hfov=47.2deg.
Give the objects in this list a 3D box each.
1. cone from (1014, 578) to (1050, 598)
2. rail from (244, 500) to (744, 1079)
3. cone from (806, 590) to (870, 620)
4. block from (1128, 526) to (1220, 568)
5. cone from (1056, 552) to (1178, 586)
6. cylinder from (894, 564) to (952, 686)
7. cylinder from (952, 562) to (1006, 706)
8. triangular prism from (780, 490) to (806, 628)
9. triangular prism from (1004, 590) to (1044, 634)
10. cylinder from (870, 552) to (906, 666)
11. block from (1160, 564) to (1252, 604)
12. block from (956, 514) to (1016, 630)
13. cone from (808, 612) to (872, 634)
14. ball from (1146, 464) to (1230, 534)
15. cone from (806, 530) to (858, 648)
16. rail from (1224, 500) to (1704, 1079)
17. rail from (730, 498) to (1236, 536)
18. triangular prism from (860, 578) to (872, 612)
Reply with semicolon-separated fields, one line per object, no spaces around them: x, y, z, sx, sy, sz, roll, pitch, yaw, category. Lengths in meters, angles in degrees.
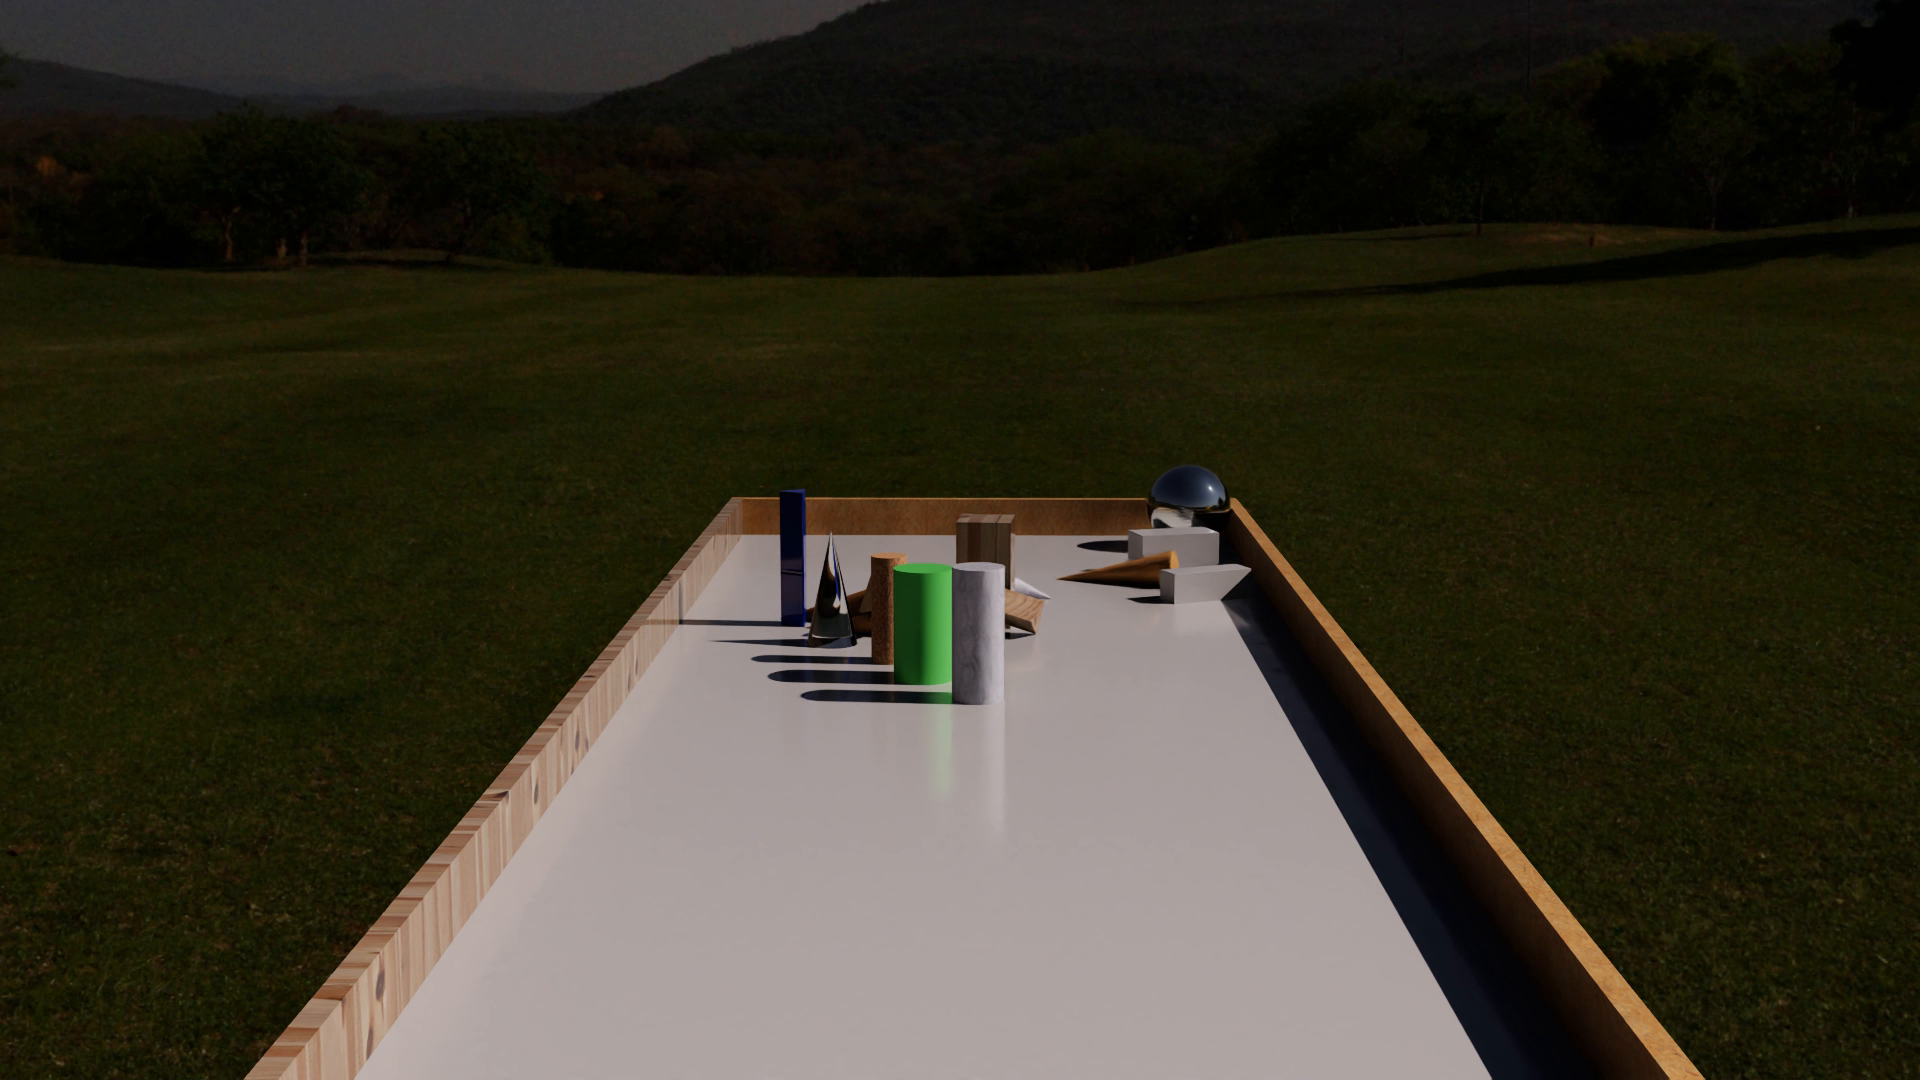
0.168;0.164;7.701;0.324;0.176;0.176;15;9;-3;cone
-1.004;0.839;3.234;0.050;0.150;12.000;0;9;1;rail
-0.450;0.241;7.301;0.328;0.118;0.118;-8;6;17;cone
0.798;0.045;8.227;0.302;0.156;0.156;-2;9;-15;block
0.562;0.125;8.018;0.455;0.129;0.129;-5;7;19;cone
-0.107;0.244;6.418;0.174;0.329;0.174;0;9;0;cylinder
0.051;0.261;6.157;0.149;0.378;0.149;0;9;0;cylinder
-0.530;0.057;7.228;0.091;0.445;0.079;5;11;31;triangular prism
0.080;0.184;7.109;0.384;0.096;0.111;18;-16;16;triangular prism
-0.214;0.208;6.658;0.108;0.326;0.108;0;9;0;cylinder
0.860;0.153;7.707;0.304;0.105;0.105;-4;10;-23;block
0.085;0.102;7.242;0.178;0.350;0.178;1;9;6;block
-0.320;0.272;7.115;0.417;0.113;0.113;-5;7;23;cone
0.914;-0.134;8.790;0.334;0.334;0.334;0;9;0;ball
-0.404;0.148;6.918;0.161;0.362;0.161;0;9;0;cone
1.046;0.843;3.208;0.050;0.150;12.000;0;9;1;rail
0.099;-0.098;9.147;2.100;0.150;0.050;0;9;1;rail
-0.231;0.174;7.205;0.126;0.109;0.417;-12;-5;10;triangular prism
